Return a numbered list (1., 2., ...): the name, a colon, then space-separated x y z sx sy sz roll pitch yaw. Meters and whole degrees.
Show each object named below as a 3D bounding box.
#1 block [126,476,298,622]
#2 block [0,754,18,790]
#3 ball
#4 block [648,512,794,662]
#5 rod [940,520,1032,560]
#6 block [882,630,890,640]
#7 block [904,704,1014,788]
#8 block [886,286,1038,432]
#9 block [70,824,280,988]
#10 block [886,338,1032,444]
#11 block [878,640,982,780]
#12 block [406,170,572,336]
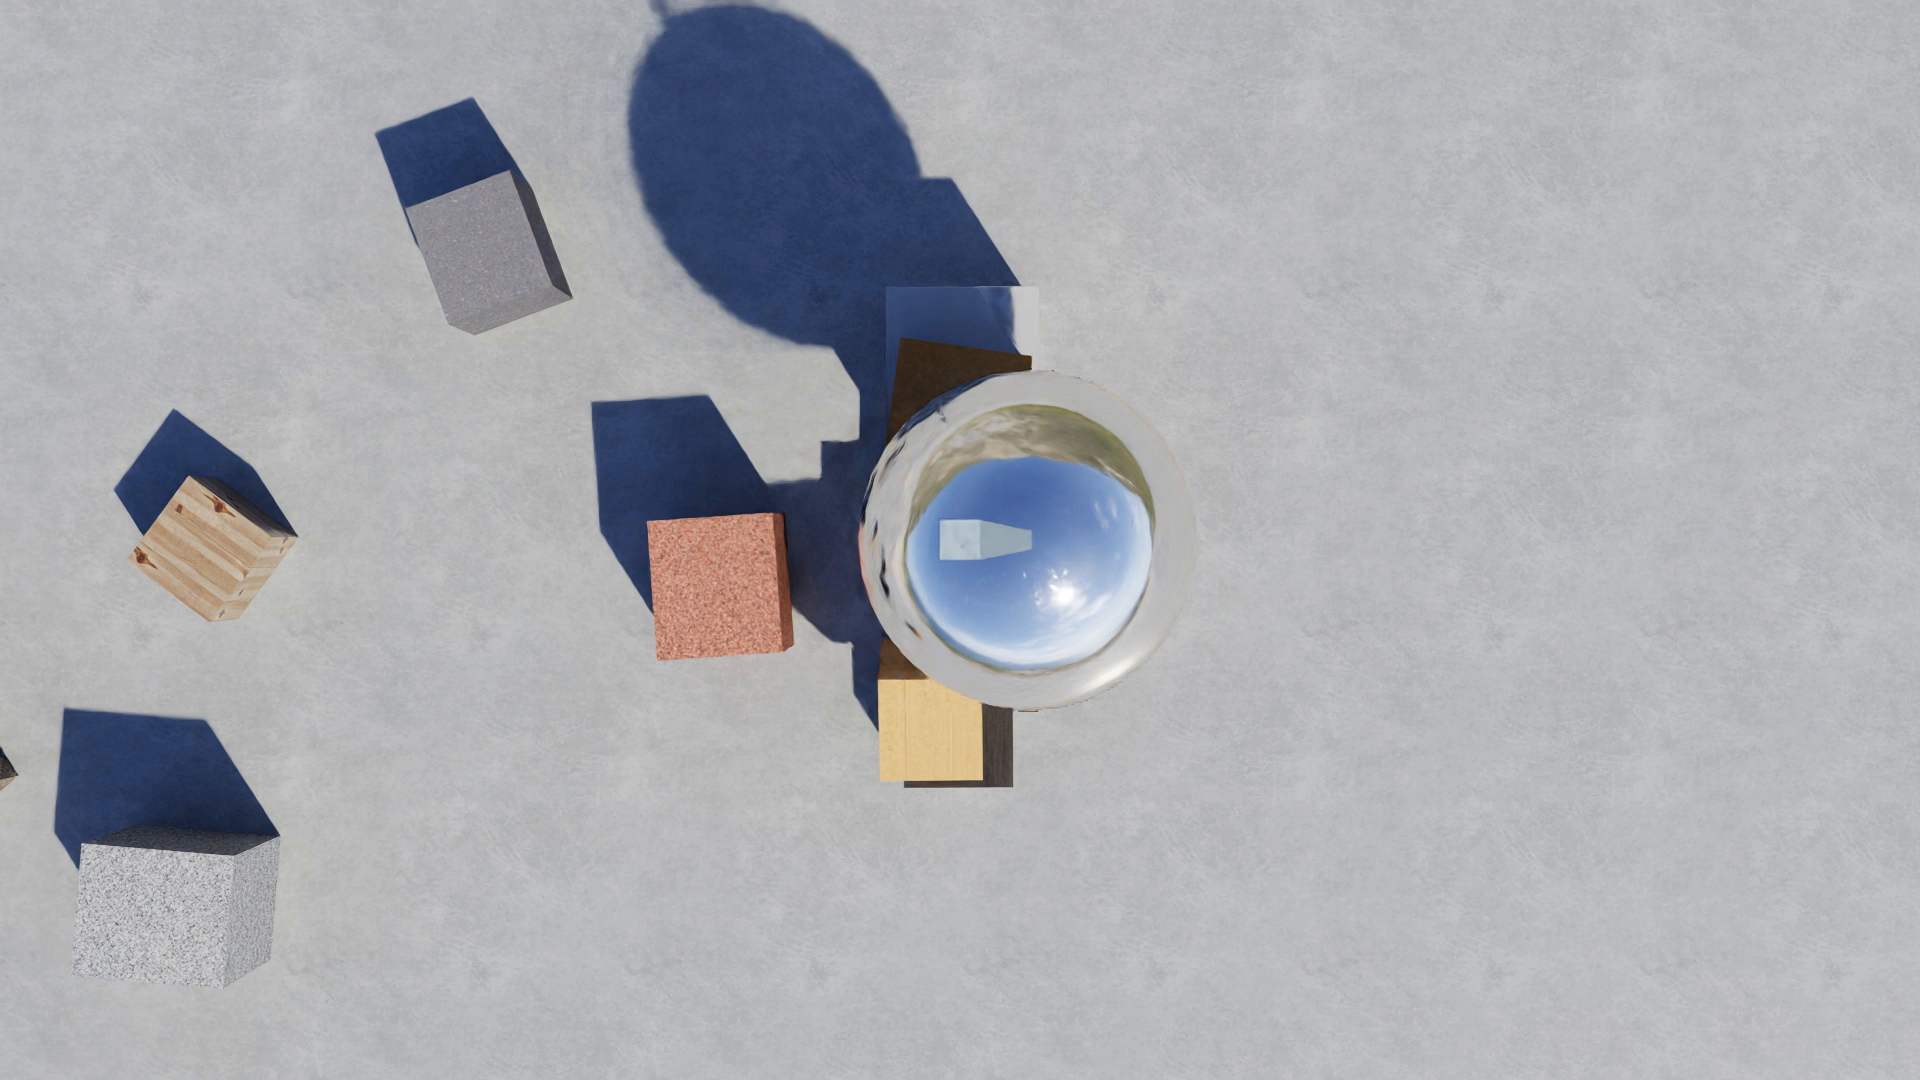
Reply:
1. block: -4.324 0.051 12.748 0.589 0.504 0.601 36 90 0
2. block: -5.919 1.370 12.753 0.510 0.494 0.498 -41 90 0
3. ball: 0.316 0.000 10.377 1.600 1.600 1.600 0 90 0
4. block: -1.353 0.258 12.567 0.694 0.866 0.773 -4 90 0
5. rod: 0.137 0.000 6.982 0.080 5.200 0.080 0 90 3
6. block: -0.030 0.394 12.637 0.819 0.725 0.772 0 90 0
7. block: -0.009 1.093 12.696 0.617 0.607 0.606 0 90 0
8. block: 0.013 -0.988 12.544 0.838 0.912 0.811 0 90 0
9. block: -4.467 2.080 12.581 0.845 0.838 0.737 5 90 0
10. block: -0.012 -0.677 11.741 0.691 0.695 0.655 8 90 0
11. block: -0.157 0.923 12.030 0.552 0.558 0.596 -1 110 0
12. block: -2.698 -1.642 12.666 0.623 0.668 0.692 -20 90 0
